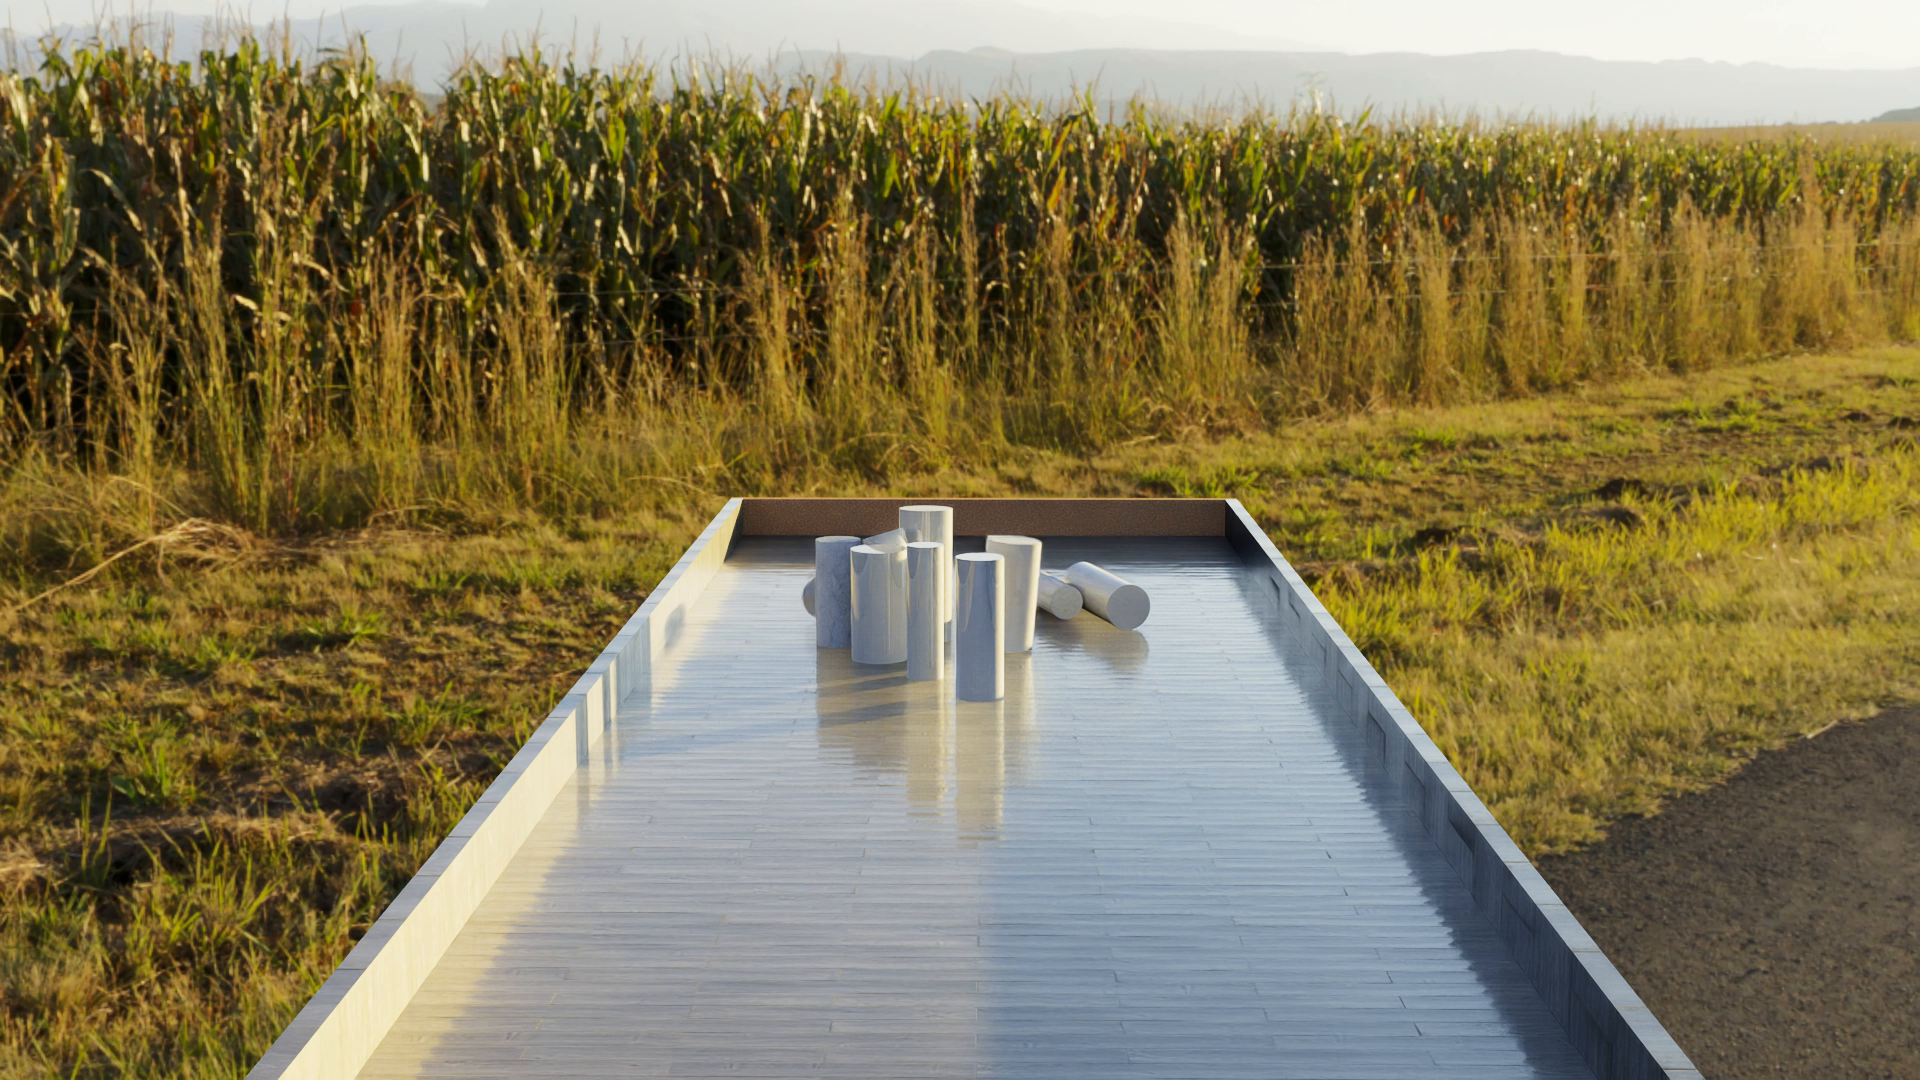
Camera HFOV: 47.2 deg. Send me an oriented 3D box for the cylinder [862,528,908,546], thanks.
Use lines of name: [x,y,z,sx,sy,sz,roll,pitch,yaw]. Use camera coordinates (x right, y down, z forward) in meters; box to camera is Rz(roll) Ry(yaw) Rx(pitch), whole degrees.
cylinder: [-0.188,0.151,6.839,0.134,0.357,0.134,-17,0,0]

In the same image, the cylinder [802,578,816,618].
cylinder: [-0.401,0.160,7.532,0.147,0.147,0.449,2,9,14]

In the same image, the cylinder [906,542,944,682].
cylinder: [-0.102,0.208,6.436,0.108,0.394,0.108,0,9,0]

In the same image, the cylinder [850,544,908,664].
cylinder: [-0.246,0.194,6.701,0.174,0.339,0.174,0,9,0]

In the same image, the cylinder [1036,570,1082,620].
cylinder: [0.294,0.176,7.536,0.114,0.114,0.439,-3,9,-16]

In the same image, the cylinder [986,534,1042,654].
cylinder: [0.153,0.166,6.834,0.171,0.340,0.171,5,9,-1]

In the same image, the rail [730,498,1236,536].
rail: [0.099,-0.098,9.147,2.100,0.150,0.050,0,9,1]

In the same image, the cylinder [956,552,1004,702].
cylinder: [0.056,0.244,6.193,0.137,0.400,0.137,0,9,0]

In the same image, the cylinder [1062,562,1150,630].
cylinder: [0.485,0.184,7.368,0.150,0.150,0.458,-3,9,-16]

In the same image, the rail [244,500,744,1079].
rail: [-1.004,0.839,3.234,0.050,0.150,12.000,0,9,1]

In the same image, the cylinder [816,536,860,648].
cylinder: [-0.383,0.162,6.922,0.142,0.333,0.142,0,9,0]

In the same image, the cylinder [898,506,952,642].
cylinder: [-0.109,0.108,6.967,0.169,0.420,0.169,0,7,0]

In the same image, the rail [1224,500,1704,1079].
rail: [1.046,0.843,3.208,0.050,0.150,12.000,0,9,1]
